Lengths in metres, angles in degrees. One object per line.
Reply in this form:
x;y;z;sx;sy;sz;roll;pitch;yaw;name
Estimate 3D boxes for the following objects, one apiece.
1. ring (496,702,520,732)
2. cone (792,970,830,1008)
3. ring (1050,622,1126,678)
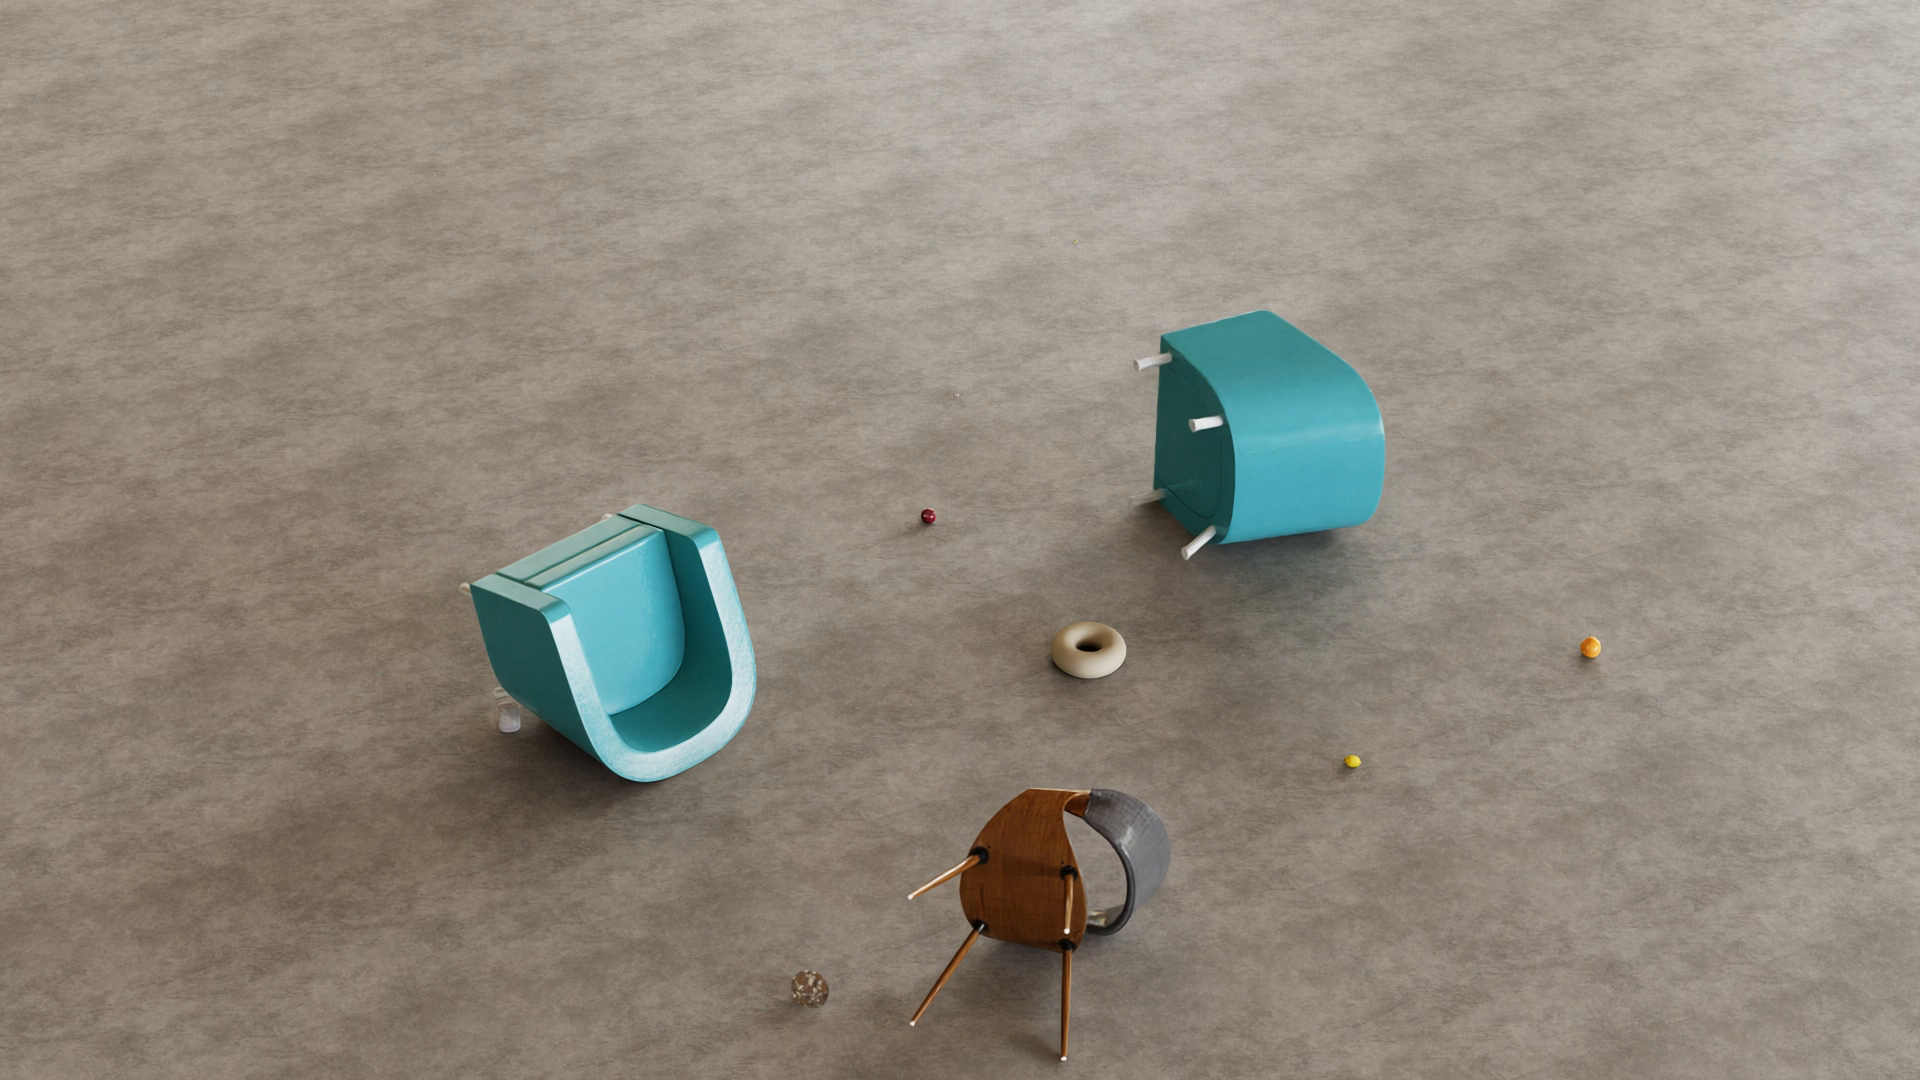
-1.533;0.601;9.960;0.074;0.083;0.121;-3;47;-14;ring
-0.435;1.351;8.852;0.127;0.111;0.085;22;6;20;cone
0.451;0.385;10.278;0.264;0.092;0.272;10;35;13;ring
